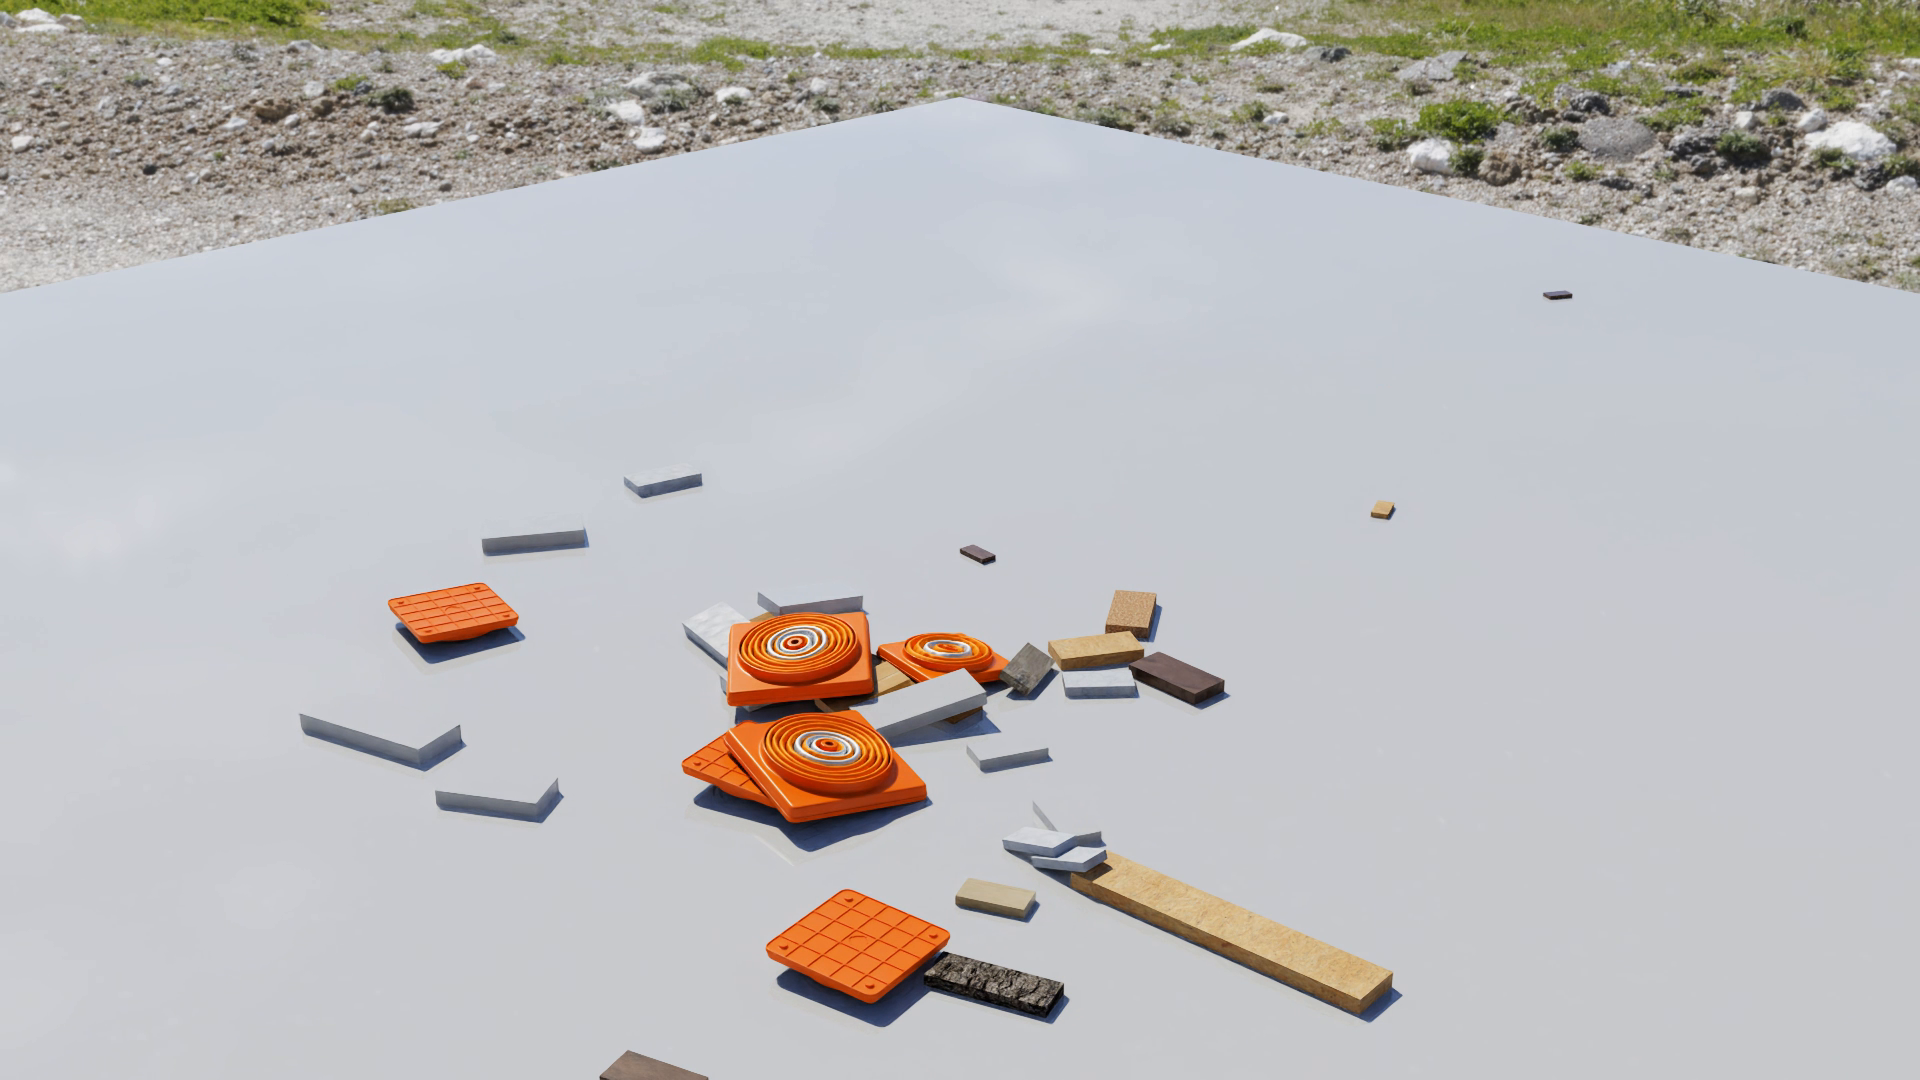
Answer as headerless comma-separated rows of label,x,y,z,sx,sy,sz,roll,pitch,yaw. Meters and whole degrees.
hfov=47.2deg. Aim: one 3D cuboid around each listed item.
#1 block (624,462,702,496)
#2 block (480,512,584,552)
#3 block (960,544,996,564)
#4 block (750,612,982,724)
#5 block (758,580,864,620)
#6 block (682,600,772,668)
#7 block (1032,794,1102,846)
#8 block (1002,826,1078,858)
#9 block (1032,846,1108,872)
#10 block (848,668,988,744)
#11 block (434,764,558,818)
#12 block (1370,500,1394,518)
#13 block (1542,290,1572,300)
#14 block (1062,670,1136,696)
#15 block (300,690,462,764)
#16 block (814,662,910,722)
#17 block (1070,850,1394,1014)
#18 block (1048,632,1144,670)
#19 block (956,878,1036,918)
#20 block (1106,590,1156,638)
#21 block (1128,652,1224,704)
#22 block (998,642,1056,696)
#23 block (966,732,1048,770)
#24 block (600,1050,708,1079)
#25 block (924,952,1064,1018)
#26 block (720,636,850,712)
block,-0.827,-0.170,6.127,0.193,0.027,0.097,-14,27,-29
block,-1.123,-0.022,5.766,0.262,0.037,0.131,-5,24,-13
block,0.045,0.036,5.659,0.045,0.013,0.091,-18,29,-35
block,-0.237,0.288,5.048,0.685,0.027,0.097,19,30,38
block,-0.364,0.145,5.340,0.229,0.032,0.114,-7,21,-32
block,-0.548,0.222,5.161,0.114,0.032,0.229,-28,33,-23
block,0.214,0.562,4.407,0.081,0.023,0.161,-8,24,-19
block,0.156,0.590,4.301,0.137,0.019,0.068,2,18,46
block,0.211,0.613,4.238,0.137,0.019,0.068,-2,15,46
block,-0.092,0.362,4.811,0.280,0.032,0.114,-17,31,-19
block,-0.949,0.514,4.509,0.221,0.031,0.111,6,24,13
block,1.141,-0.082,5.938,0.045,0.013,0.091,9,25,20
block,2.118,-0.868,7.791,0.091,0.013,0.045,-7,24,-16
block,0.313,0.324,4.970,0.157,0.022,0.078,-1,23,-3
block,-1.256,0.403,4.763,0.339,0.037,0.131,12,26,27
block,-0.216,0.337,4.887,0.193,0.027,0.097,-24,34,-26
block,0.488,0.712,4.041,0.635,0.031,0.111,19,29,37
block,0.316,0.257,5.118,0.202,0.029,0.101,-6,24,-14
block,0.067,0.675,4.146,0.137,0.019,0.068,9,24,19
block,0.413,0.178,5.305,0.101,0.029,0.202,4,23,10
block,0.490,0.312,4.988,0.101,0.029,0.202,-20,30,-38
block,0.153,0.293,5.000,0.078,0.022,0.157,33,31,9
block,0.101,0.448,4.677,0.157,0.022,0.078,-9,24,-19
block,-0.504,0.894,3.625,0.161,0.023,0.081,12,26,25
block,0.059,0.784,3.884,0.235,0.023,0.081,10,25,23
block,-0.395,0.301,4.965,0.262,0.037,0.131,-21,31,-28
